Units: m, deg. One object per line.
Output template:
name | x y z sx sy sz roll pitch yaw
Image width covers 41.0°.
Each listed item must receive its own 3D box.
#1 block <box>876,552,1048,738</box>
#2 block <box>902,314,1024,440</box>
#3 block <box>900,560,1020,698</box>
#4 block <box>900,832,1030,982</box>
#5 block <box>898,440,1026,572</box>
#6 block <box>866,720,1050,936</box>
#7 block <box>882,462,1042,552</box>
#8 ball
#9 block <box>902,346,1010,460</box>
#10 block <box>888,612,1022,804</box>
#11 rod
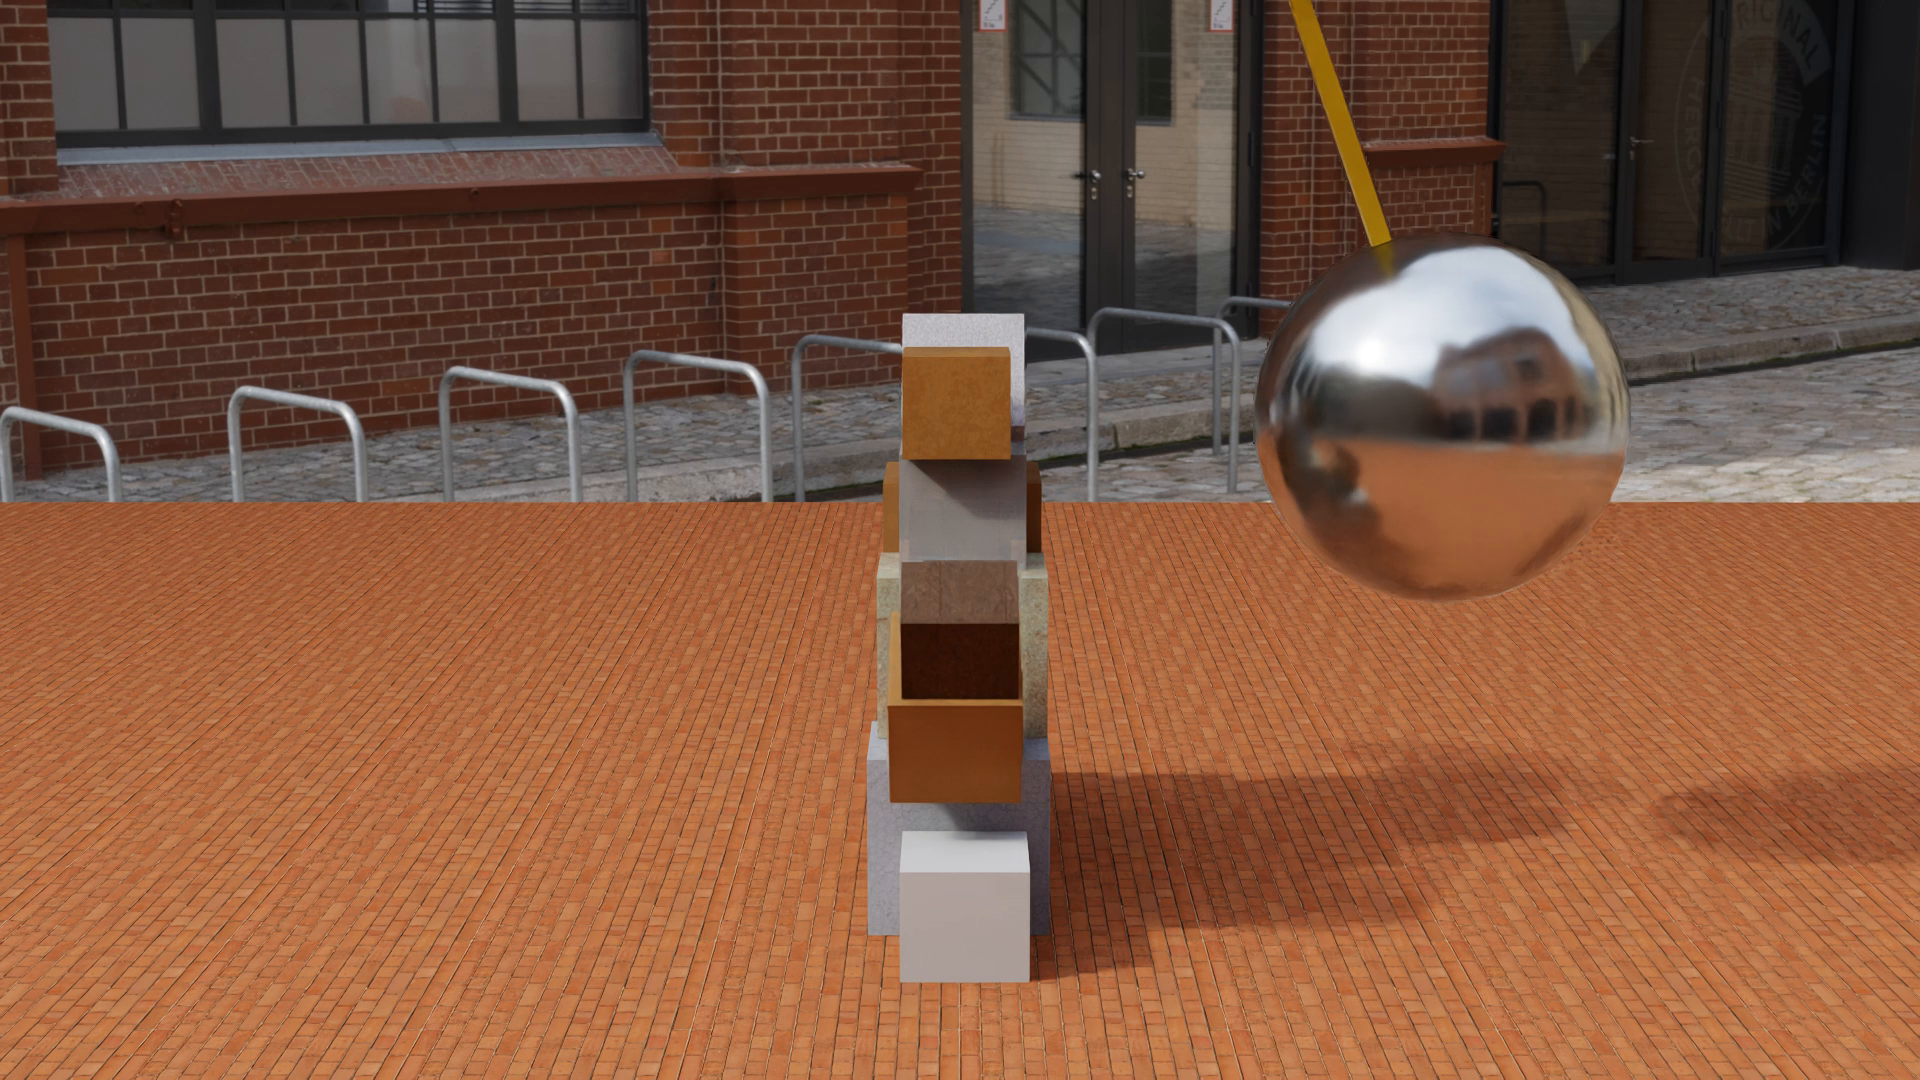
block | 0.010 0.444 11.040 0.715 0.683 0.622 0 10 0
block | 0.015 -0.652 11.426 0.532 0.531 0.541 0 -20 0
block | -0.001 0.350 10.018 0.454 0.376 0.387 0 37 0
block | 0.019 1.462 10.273 0.507 0.449 0.550 0 10 0
block | 0.012 -0.151 11.023 0.535 0.495 0.453 0 10 0
block | -0.005 1.207 10.840 0.749 0.747 0.637 0 10 0
block | 0.011 -0.026 11.607 0.696 0.565 0.649 0 10 0
ball | 2.074 -0.530 11.084 1.600 1.600 1.600 0 10 0
block | -0.014 -0.581 10.809 0.447 0.426 0.439 0 10 0
block | -0.017 0.671 10.332 0.524 0.514 0.583 0 37 0
rod | 0.899 -3.668 10.513 0.080 5.200 0.080 -20 10 4
